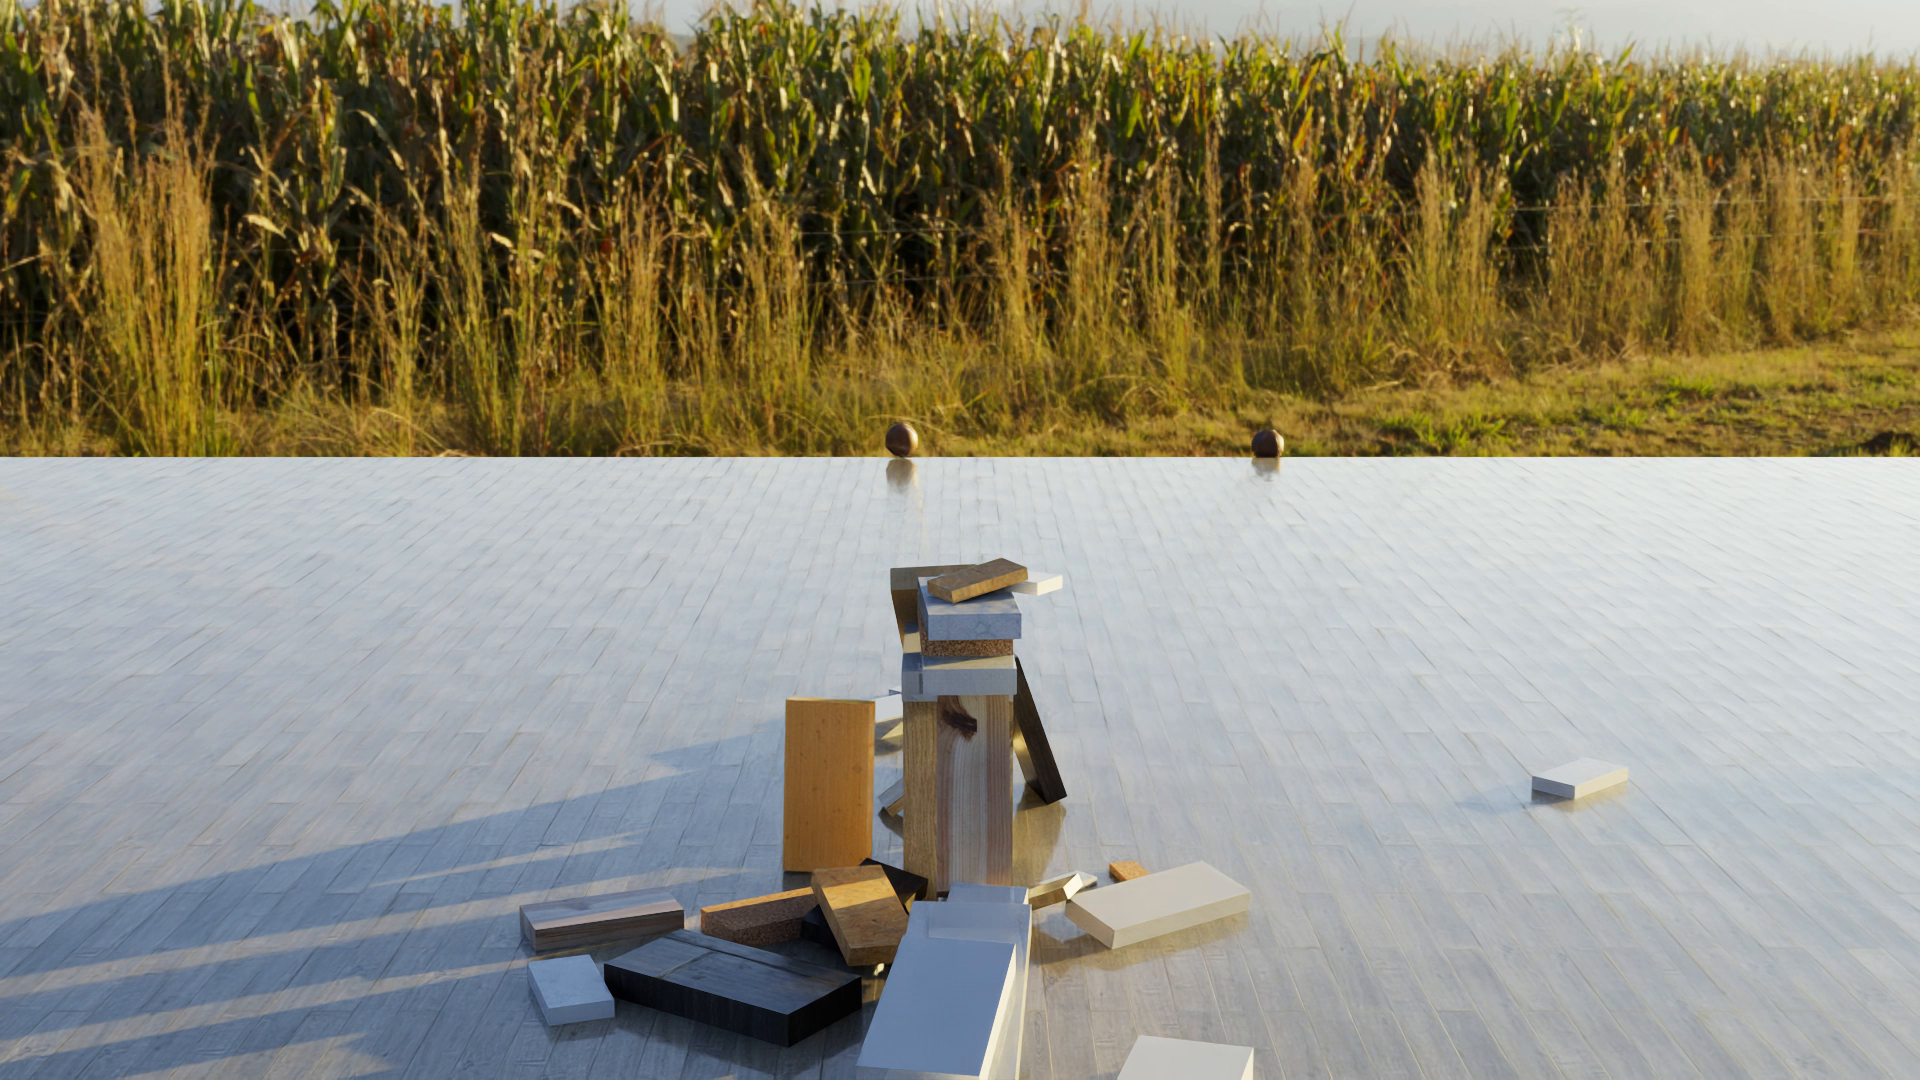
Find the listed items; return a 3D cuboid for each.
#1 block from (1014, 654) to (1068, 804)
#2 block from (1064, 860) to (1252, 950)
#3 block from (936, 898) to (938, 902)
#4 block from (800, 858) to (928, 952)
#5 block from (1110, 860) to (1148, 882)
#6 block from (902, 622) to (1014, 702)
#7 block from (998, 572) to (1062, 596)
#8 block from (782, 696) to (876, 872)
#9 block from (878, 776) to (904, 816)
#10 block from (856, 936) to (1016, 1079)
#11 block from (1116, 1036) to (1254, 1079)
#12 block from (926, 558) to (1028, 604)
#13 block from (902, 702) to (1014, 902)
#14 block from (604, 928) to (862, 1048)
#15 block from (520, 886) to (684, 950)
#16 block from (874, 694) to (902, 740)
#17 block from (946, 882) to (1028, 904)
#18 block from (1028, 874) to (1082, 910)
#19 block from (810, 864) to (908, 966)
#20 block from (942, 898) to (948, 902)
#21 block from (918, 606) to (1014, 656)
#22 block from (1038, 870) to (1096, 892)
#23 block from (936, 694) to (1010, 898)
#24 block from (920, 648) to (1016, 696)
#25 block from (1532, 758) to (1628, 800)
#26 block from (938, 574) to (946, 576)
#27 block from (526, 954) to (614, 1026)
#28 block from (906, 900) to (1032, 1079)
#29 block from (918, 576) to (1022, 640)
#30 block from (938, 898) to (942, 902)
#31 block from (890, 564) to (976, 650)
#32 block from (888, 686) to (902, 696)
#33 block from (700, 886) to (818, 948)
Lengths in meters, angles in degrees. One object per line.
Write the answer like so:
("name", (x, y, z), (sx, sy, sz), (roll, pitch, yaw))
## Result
("block", (0.118, 0.345, 4.188), (0.042, 0.294, 0.147), (-22, 15, -10))
("block", (0.320, 0.586, 3.543), (0.294, 0.034, 0.119), (-8, 23, -36))
("block", (-0.004, 0.566, 3.496), (0.064, 0.129, 0.018), (-1, 51, -7))
("block", (-0.150, 0.582, 3.483), (0.113, 0.032, 0.225), (16, 24, 20))
("block", (0.292, 0.569, 3.745), (0.047, 0.013, 0.095), (-3, 11, -15))
("block", (-0.005, 0.200, 3.678), (0.178, 0.050, 0.356), (0, 11, 0))
("block", (0.084, 0.065, 3.546), (0.144, 0.020, 0.072), (7, 13, 34))
("block", (-0.225, 0.421, 3.767), (0.147, 0.294, 0.042), (2, 4, 11))
("block", (-0.082, 0.453, 4.116), (0.150, 0.021, 0.075), (-38, 17, -5))
("block", (-0.027, 0.619, 2.858), (0.155, 0.044, 0.310), (3, 21, 9))
("block", (0.275, 0.725, 2.822), (0.155, 0.044, 0.310), (3, 11, 16))
("block", (0.028, 0.064, 3.484), (0.144, 0.020, 0.072), (-17, 21, -30))
("block", (-0.003, 0.422, 3.599), (0.178, 0.356, 0.050), (0, 11, 0))
("block", (-0.333, 0.650, 3.211), (0.344, 0.049, 0.172), (7, 13, 33))
("block", (-0.572, 0.603, 3.509), (0.238, 0.034, 0.119), (-4, 11, -22))
("block", (-0.200, 0.384, 4.665), (0.291, 0.041, 0.145), (-8, 13, -38))
("block", (0.027, 0.576, 3.212), (0.115, 0.033, 0.229), (3, 22, 9))
("block", (0.119, 0.576, 3.531), (0.144, 0.020, 0.072), (-22, 1, 24))
("block", (-0.147, 0.579, 3.406), (0.113, 0.032, 0.225), (-1, 24, -19))
("block", (0.009, 0.552, 3.368), (0.064, 0.018, 0.129), (2, 13, 8))
("block", (0.006, 0.134, 3.564), (0.143, 0.040, 0.285), (-1, 11, -2))
("block", (0.180, 0.578, 3.698), (0.095, 0.013, 0.047), (-9, 14, -42))
("block", (0.021, 0.386, 3.416), (0.112, 0.340, 0.032), (0, -26, 0))
("block", (0.011, 0.190, 3.486), (0.143, 0.040, 0.285), (0, 11, -2))
("block", (1.207, 0.463, 4.280), (0.188, 0.027, 0.094), (-10, 14, -42))
("block", (-0.017, 0.102, 3.753), (0.075, 0.021, 0.150), (5, -27, -14))
("block", (-0.572, 0.659, 3.226), (0.094, 0.027, 0.188), (-4, 11, -20))
("block", (-0.006, 0.653, 2.899), (0.172, 0.049, 0.601), (1, 21, 4))
("block", (0.012, 0.106, 3.493), (0.143, 0.040, 0.285), (-1, 11, -4))
("block", (-0.002, 0.568, 3.392), (0.064, 0.018, 0.129), (0, 11, 0))
("block", (-0.022, 0.236, 4.099), (0.147, 0.042, 0.794), (-3, -26, 2))
("block", (-0.007, 0.338, 4.915), (0.145, 0.041, 0.291), (9, 14, 40))
("block", (-0.281, 0.601, 3.517), (0.238, 0.034, 0.119), (-6, 12, -30))
